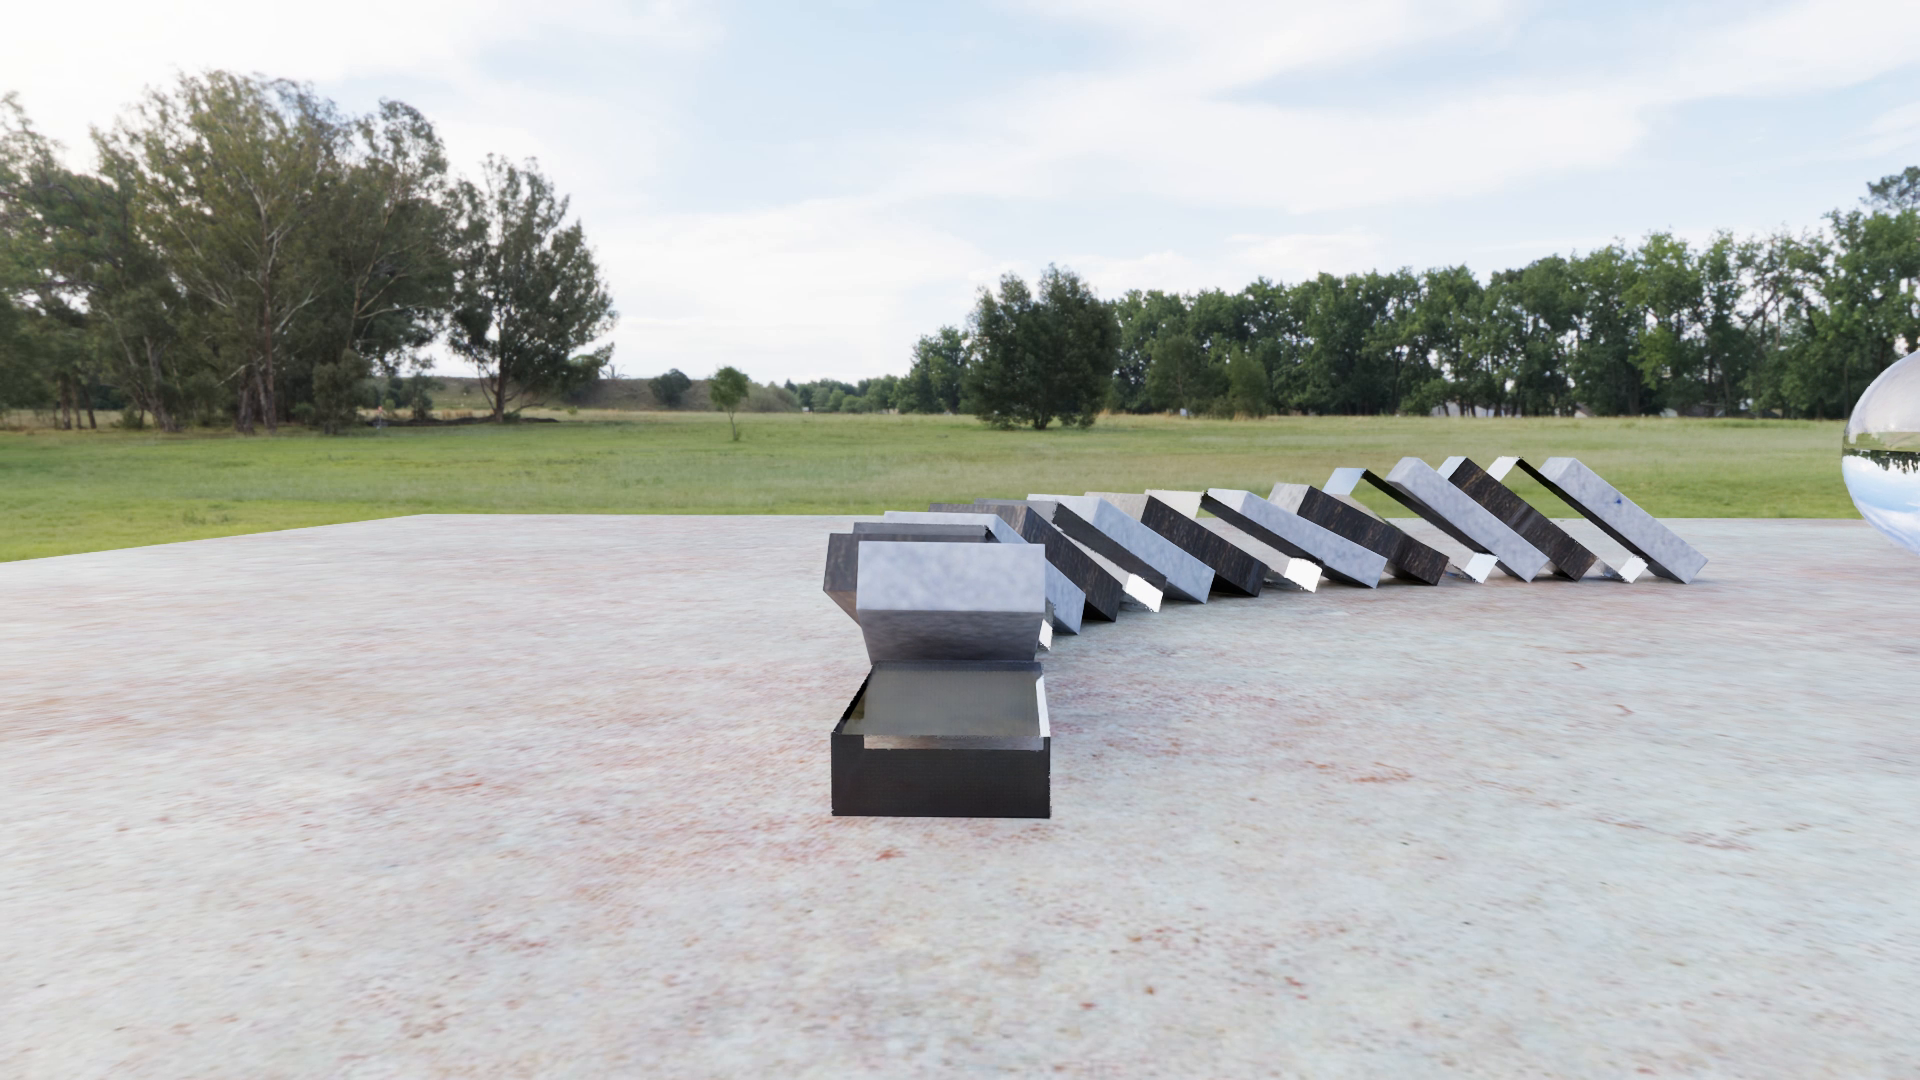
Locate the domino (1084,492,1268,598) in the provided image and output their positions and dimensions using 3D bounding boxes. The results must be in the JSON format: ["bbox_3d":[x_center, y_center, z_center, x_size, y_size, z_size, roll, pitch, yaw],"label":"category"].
[{"bbox_3d":[0.058,0.001,0.353,0.050,0.010,0.025,27,-12,-33],"label":"domino"}]

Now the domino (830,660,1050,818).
[{"bbox_3d":[-0.001,0.025,0.171,0.025,0.010,0.050,0,4,2],"label":"domino"}]

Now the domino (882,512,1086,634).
[{"bbox_3d":[0.006,0.008,0.272,0.025,0.010,0.050,2,-19,28],"label":"domino"}]

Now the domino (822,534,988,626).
[{"bbox_3d":[-0.004,0.012,0.222,0.025,0.010,0.050,1,-19,13],"label":"domino"}]

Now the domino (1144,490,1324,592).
[{"bbox_3d":[0.077,0.000,0.367,0.050,0.010,0.025,26,-9,-29],"label":"domino"}]

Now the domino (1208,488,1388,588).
[{"bbox_3d":[0.099,-0.001,0.383,0.050,0.009,0.025,24,-2,-15],"label":"domino"}]

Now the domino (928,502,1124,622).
[{"bbox_3d":[0.015,0.006,0.295,0.025,0.010,0.050,3,-20,33],"label":"domino"}]

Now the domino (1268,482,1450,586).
[{"bbox_3d":[0.121,-0.002,0.392,0.050,0.010,0.025,26,0,-10],"label":"domino"}]

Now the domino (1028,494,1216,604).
[{"bbox_3d":[0.042,0.003,0.336,0.050,0.010,0.025,29,-16,-39],"label":"domino"}]

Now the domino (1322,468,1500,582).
[{"bbox_3d":[0.140,-0.005,0.401,0.050,0.009,0.025,32,2,-5],"label":"domino"}]

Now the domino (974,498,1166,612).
[{"bbox_3d":[0.027,0.004,0.317,0.025,0.009,0.050,4,-19,42],"label":"domino"}]

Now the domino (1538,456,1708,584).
[{"bbox_3d":[0.206,-0.007,0.402,0.050,0.010,0.025,39,9,4],"label":"domino"}]

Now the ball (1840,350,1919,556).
[{"bbox_3d":[0.348,-0.030,0.436,0.080,0.080,0.080,0,4,0],"label":"ball"}]

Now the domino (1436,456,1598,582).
[{"bbox_3d":[0.175,-0.007,0.408,0.050,0.010,0.025,39,9,5],"label":"domino"}]

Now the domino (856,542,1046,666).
[{"bbox_3d":[-0.001,0.013,0.195,0.025,0.010,0.050,1,-20,0],"label":"domino"}]

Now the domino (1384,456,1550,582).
[{"bbox_3d":[0.160,-0.007,0.406,0.050,0.009,0.025,39,9,4],"label":"domino"}]

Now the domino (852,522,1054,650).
[{"bbox_3d":[0.000,0.010,0.248,0.025,0.009,0.050,2,-19,19],"label":"domino"}]

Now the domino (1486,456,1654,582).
[{"bbox_3d":[0.191,-0.007,0.406,0.050,0.010,0.025,39,9,4],"label":"domino"}]
